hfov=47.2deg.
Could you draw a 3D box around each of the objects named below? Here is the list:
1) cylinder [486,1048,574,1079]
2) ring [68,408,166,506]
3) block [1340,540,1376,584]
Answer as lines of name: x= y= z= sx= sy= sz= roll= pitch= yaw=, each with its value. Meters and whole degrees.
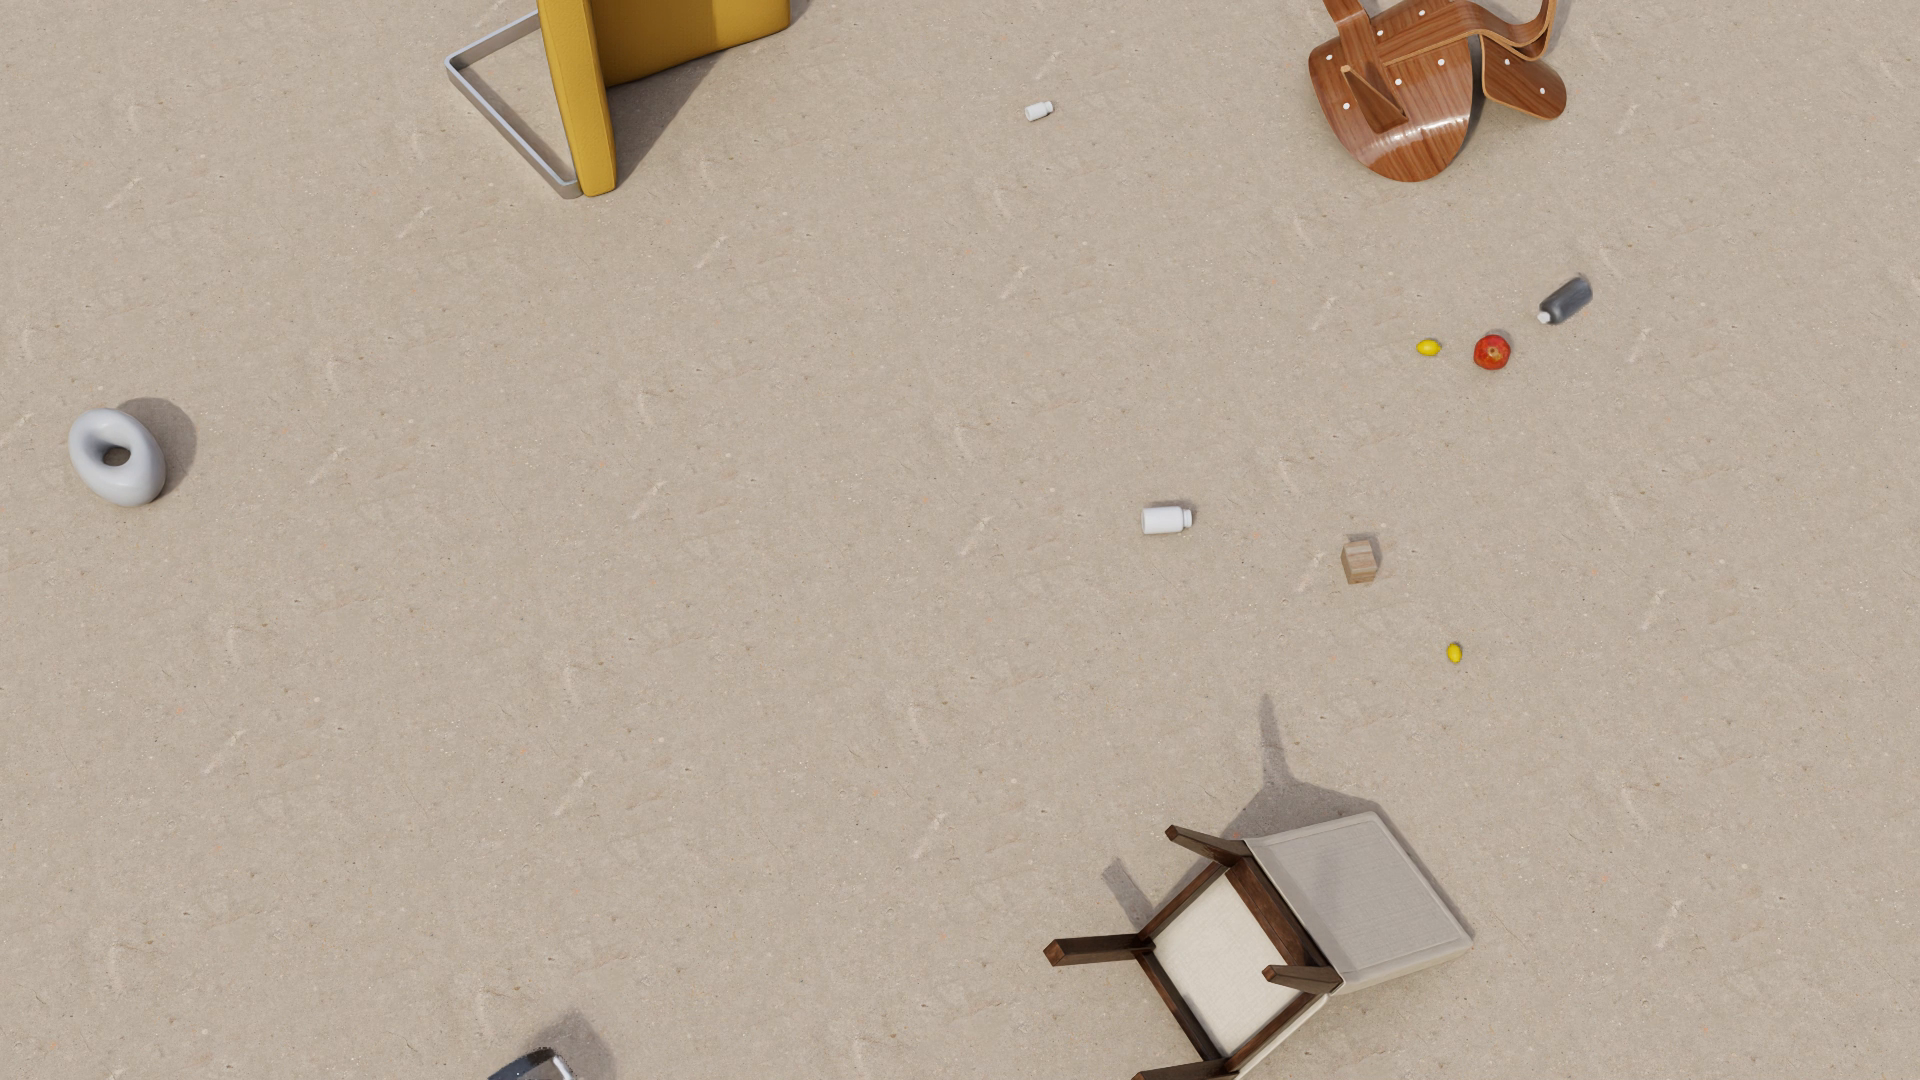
cylinder: x=-1.089 y=1.423 z=5.505 sx=0.286 sy=0.185 sz=0.173 roll=-28 pitch=60 yaw=-29
ring: x=-2.552 y=-0.252 z=6.657 sx=0.244 sy=0.144 sz=0.386 roll=-36 pitch=62 yaw=-20
block: x=1.175 y=0.066 z=6.484 sx=0.074 sy=0.076 sz=0.097 roll=-7 pitch=56 yaw=-5
